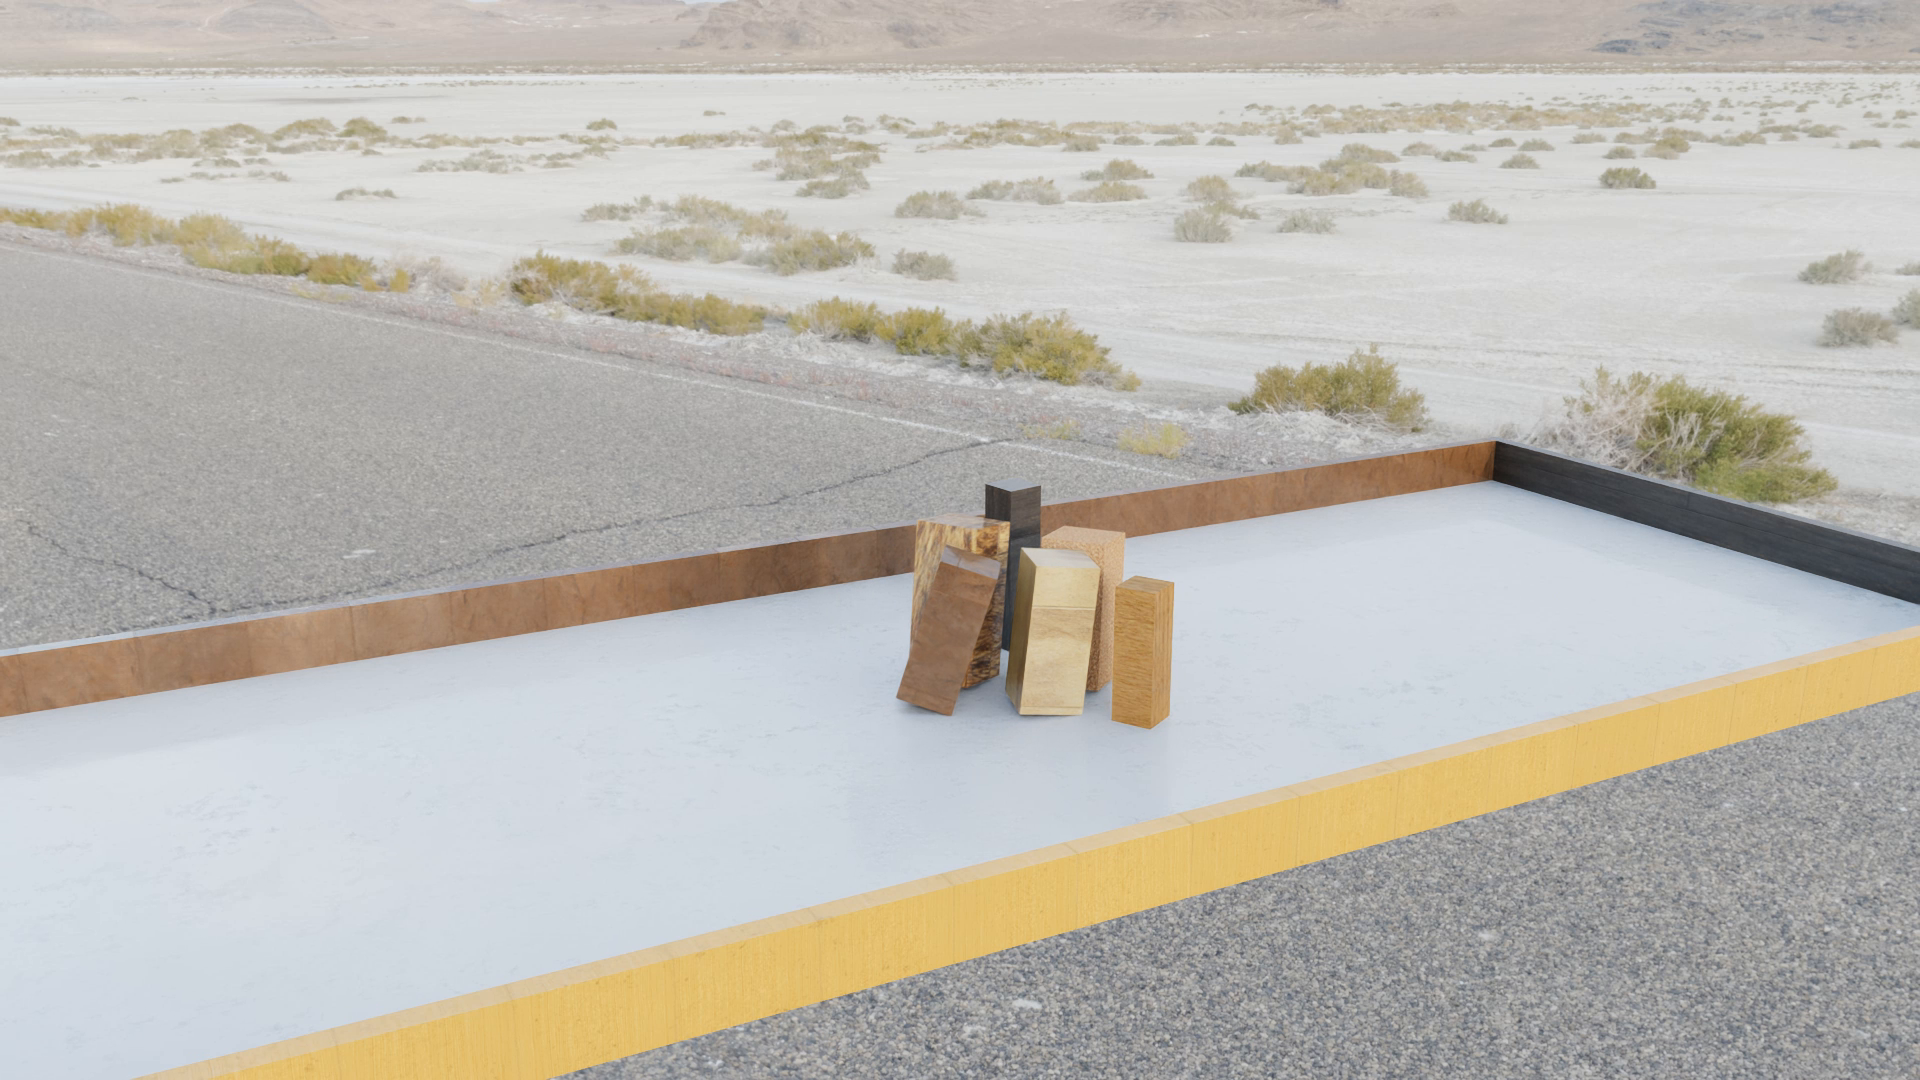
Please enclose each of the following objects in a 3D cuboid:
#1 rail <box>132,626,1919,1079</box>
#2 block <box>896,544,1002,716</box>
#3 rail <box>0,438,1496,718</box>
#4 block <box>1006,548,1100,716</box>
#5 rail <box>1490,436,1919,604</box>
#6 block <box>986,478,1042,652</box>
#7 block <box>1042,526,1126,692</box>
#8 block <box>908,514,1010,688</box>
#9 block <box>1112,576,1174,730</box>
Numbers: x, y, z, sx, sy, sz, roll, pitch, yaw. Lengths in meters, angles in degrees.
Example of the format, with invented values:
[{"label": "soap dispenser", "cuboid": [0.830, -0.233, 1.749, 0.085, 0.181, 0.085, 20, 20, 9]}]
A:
[{"label": "rail", "cuboid": [-2.336, 1.006, 1.665, 12.000, 0.150, 0.050, -9, 18, -27]}, {"label": "block", "cuboid": [-0.027, 0.215, 3.939, 0.139, 0.361, 0.139, 18, 17, 0]}, {"label": "rail", "cuboid": [-3.305, 0.497, 3.399, 12.000, 0.150, 0.050, -9, 18, -27]}, {"label": "block", "cuboid": [0.219, 0.218, 3.941, 0.154, 0.366, 0.154, 2, 16, -13]}, {"label": "rail", "cuboid": [2.466, -0.048, 5.253, 0.050, 0.150, 2.100, -9, 18, -27]}, {"label": "block", "cuboid": [0.139, 0.065, 4.358, 0.103, 0.437, 0.103, -13, 21, -37]}, {"label": "block", "cuboid": [0.301, 0.168, 4.112, 0.162, 0.368, 0.162, 7, 14, 22]}, {"label": "block", "cuboid": [-0.003, 0.147, 4.122, 0.169, 0.395, 0.169, 9, 11, 29]}, {"label": "block", "cuboid": [0.429, 0.263, 3.869, 0.102, 0.333, 0.102, 10, 19, 31]}]
